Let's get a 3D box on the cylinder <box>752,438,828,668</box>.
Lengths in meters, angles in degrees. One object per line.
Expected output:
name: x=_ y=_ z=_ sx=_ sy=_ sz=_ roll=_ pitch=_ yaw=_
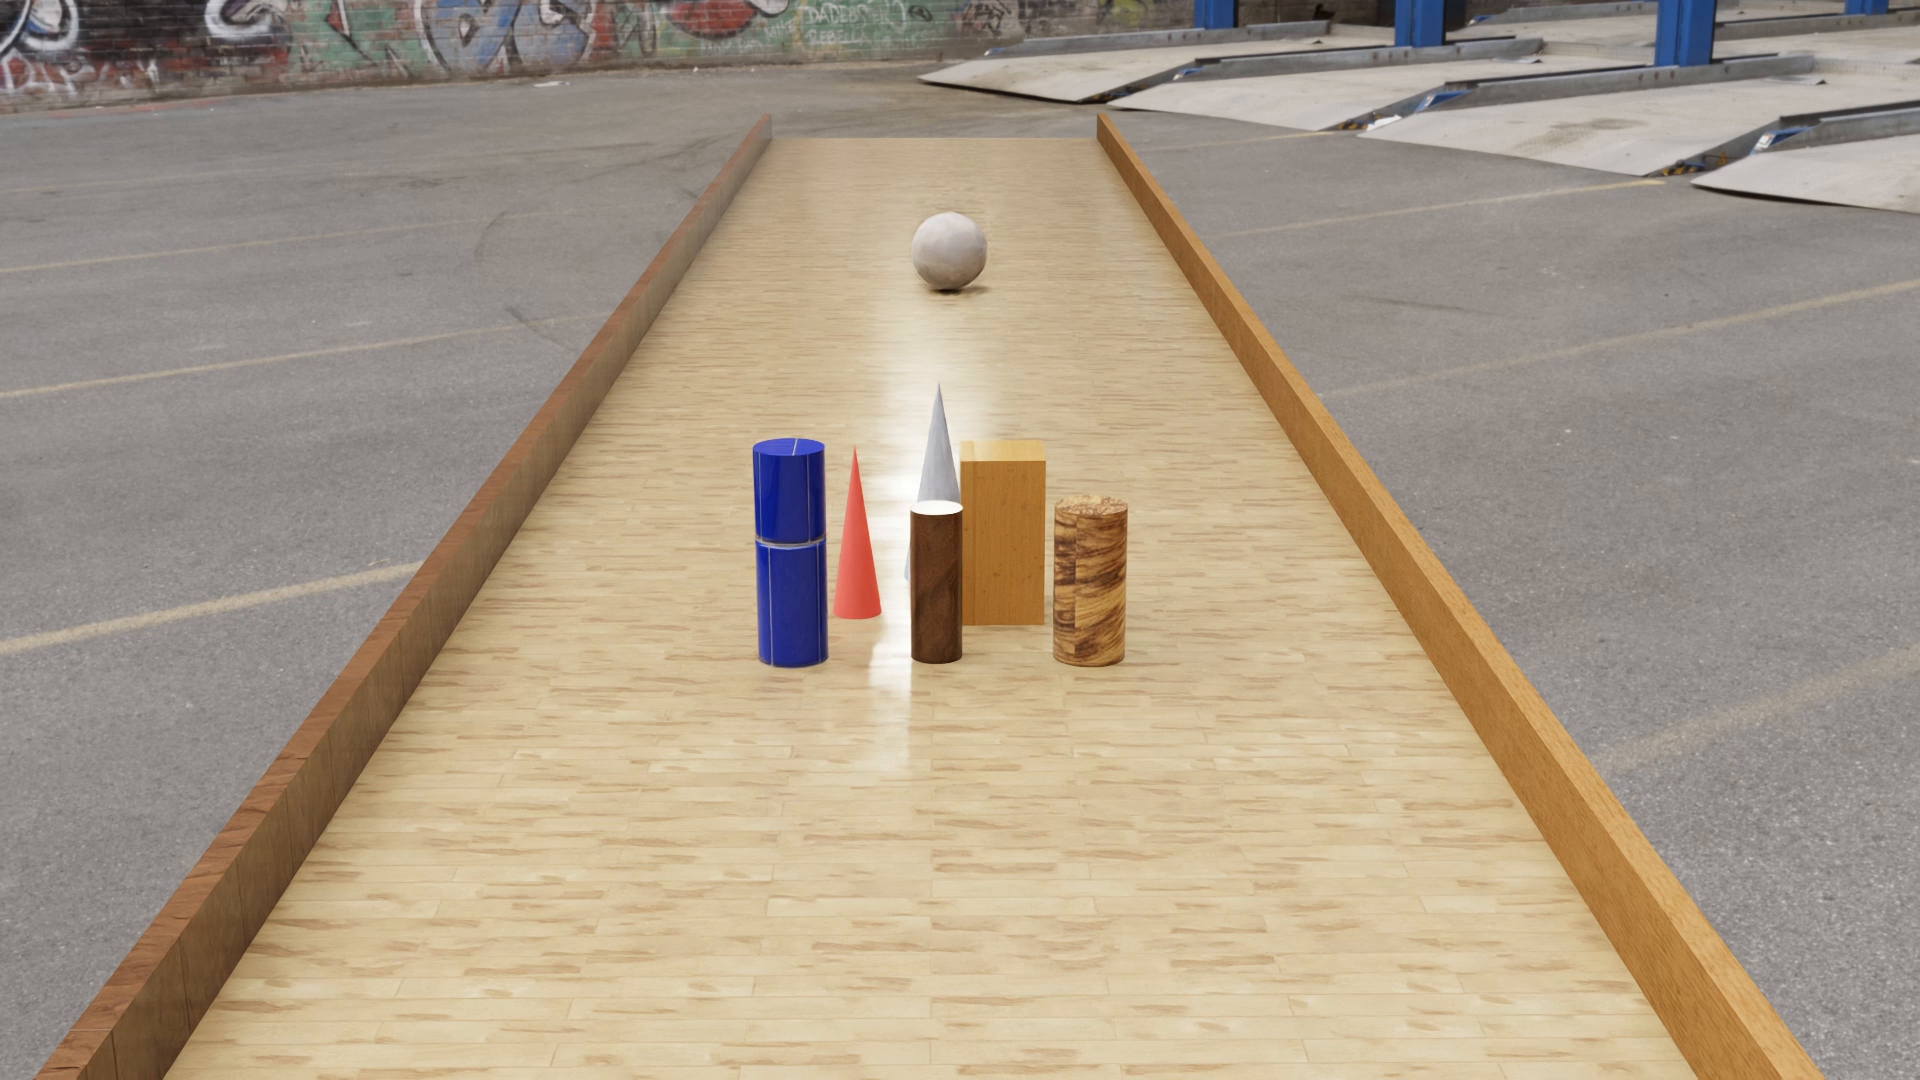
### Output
cylinder: x=-0.336 y=0.027 z=4.372 sx=0.142 sy=0.436 sz=0.142 roll=0 pitch=17 yaw=0

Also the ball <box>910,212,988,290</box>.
ball: x=-0.041 y=-1.109 z=8.437 sx=0.296 sy=0.296 sz=0.296 roll=0 pitch=17 yaw=0

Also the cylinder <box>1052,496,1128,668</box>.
cylinder: x=0.260 y=0.082 z=4.399 sx=0.146 sy=0.316 sz=0.146 roll=0 pitch=17 yaw=0

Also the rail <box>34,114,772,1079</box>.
rail: x=-1.118 y=-0.838 z=7.780 sx=0.050 sy=0.150 sz=12.000 roll=0 pitch=17 yaw=-1

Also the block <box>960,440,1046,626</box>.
block: x=0.088 y=-0.017 z=4.656 sx=0.175 sy=0.357 sz=0.175 roll=0 pitch=17 yaw=-1

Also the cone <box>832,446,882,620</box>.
cone: x=-0.221 y=-0.025 z=4.659 sx=0.106 sy=0.371 sz=0.106 roll=0 pitch=17 yaw=0

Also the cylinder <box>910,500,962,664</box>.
cylinder: x=-0.047 y=0.085 z=4.399 sx=0.105 sy=0.310 sz=0.105 roll=0 pitch=17 yaw=0

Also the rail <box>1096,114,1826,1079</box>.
rail: x=0.932 y=-0.844 z=7.801 sx=0.050 sy=0.150 sz=12.000 roll=0 pitch=17 yaw=-1

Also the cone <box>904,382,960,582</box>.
cone: x=-0.047 y=-0.136 z=4.892 sx=0.161 sy=0.452 sz=0.161 roll=0 pitch=17 yaw=0
